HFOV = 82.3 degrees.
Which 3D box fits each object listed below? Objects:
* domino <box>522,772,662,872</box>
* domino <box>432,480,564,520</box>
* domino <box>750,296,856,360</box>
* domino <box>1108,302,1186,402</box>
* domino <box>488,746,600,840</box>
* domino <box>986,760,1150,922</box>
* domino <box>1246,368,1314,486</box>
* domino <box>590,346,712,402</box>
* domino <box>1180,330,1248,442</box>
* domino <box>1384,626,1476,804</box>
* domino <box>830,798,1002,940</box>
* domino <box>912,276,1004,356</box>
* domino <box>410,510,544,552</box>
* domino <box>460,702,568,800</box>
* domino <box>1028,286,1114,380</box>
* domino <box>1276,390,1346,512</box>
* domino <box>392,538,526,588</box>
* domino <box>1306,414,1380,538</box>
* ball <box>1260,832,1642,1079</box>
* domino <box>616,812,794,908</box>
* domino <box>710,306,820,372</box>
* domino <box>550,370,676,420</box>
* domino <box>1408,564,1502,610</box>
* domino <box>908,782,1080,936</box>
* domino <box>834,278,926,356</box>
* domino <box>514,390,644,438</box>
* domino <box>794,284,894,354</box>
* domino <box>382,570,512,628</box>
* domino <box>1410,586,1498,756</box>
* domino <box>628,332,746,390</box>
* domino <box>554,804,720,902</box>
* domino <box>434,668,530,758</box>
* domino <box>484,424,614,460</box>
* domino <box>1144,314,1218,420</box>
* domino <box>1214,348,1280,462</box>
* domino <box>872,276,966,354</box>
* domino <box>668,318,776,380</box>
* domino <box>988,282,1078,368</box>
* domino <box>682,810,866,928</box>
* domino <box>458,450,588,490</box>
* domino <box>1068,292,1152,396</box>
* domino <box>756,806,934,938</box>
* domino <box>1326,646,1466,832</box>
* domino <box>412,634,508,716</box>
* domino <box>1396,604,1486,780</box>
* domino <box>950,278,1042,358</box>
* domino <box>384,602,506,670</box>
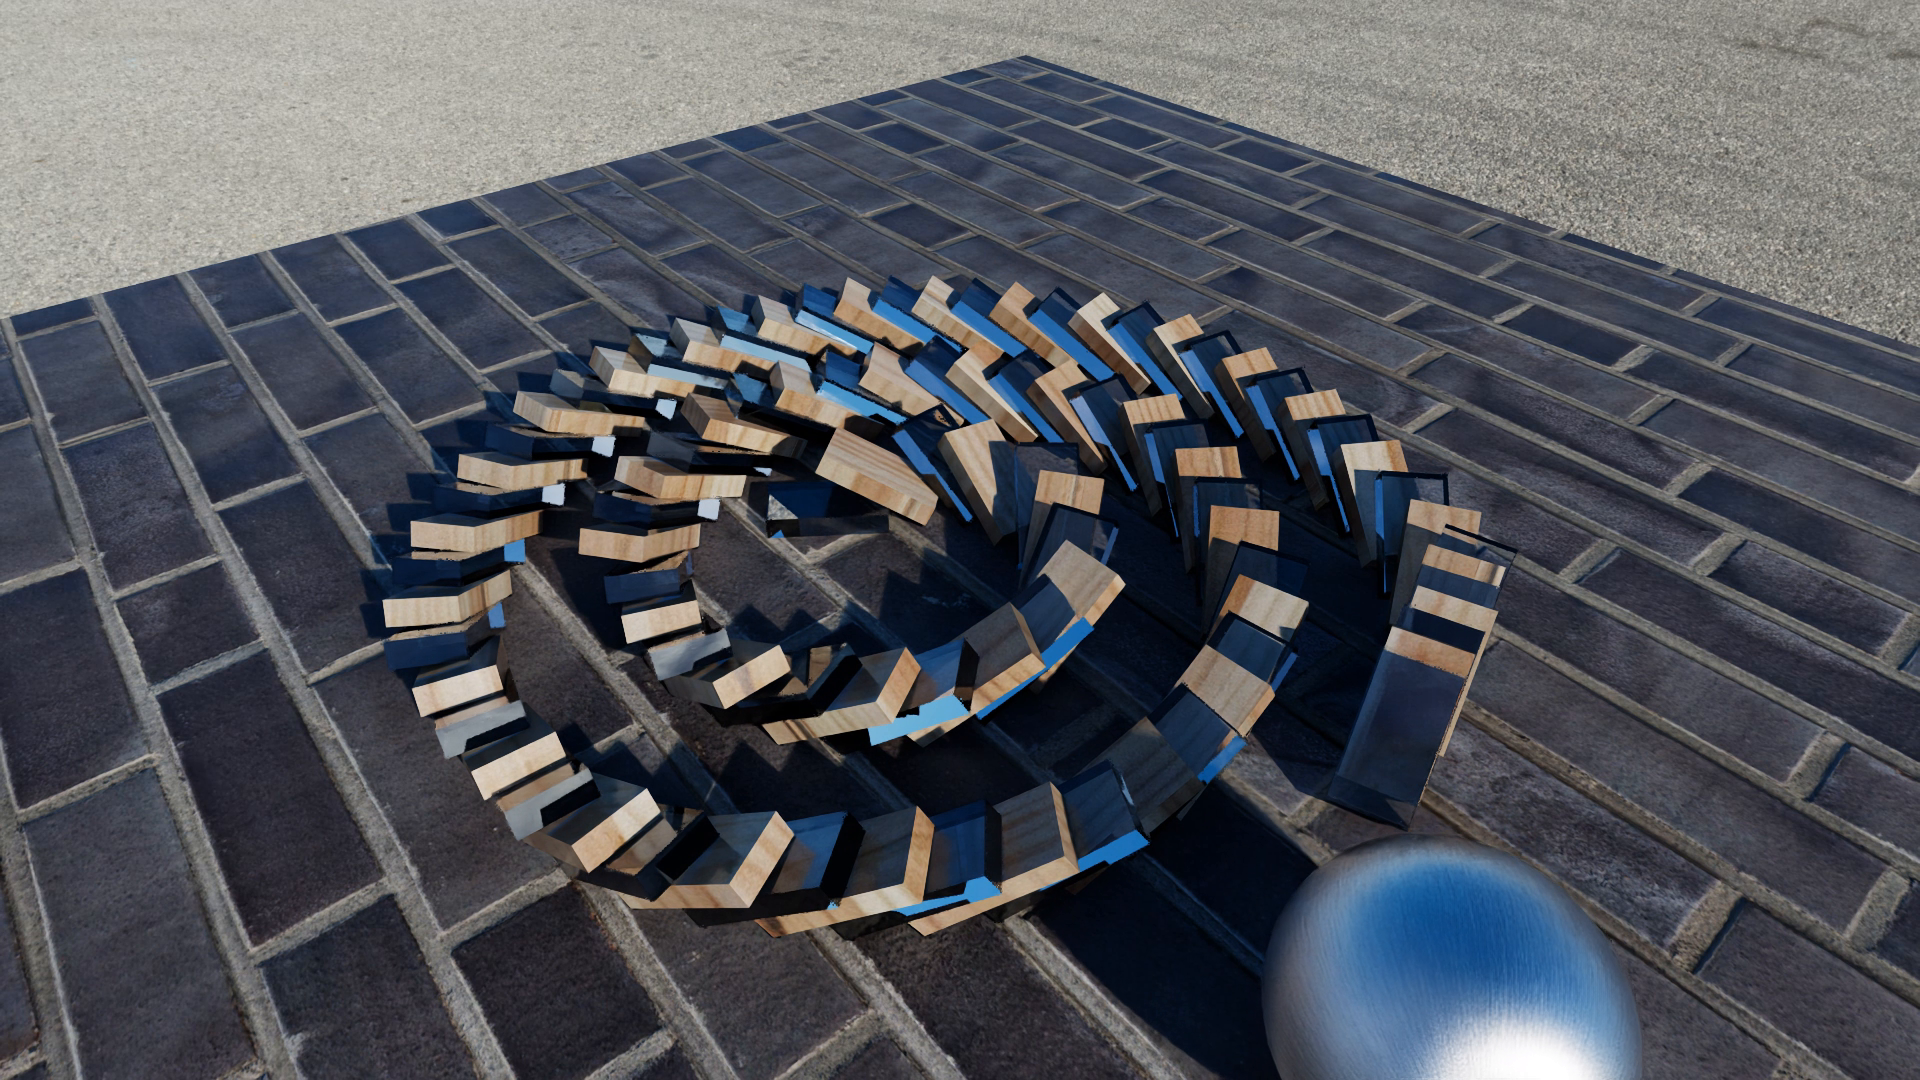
[{"bbox_3d":[-0.111,0.082,0.325,0.050,0.009,0.025,-3,27,49],"label":"domino"},{"bbox_3d":[-0.186,-0.018,0.447,0.025,0.010,0.050,10,10,12],"label":"domino"},{"bbox_3d":[-0.079,-0.105,0.553,0.050,0.010,0.025,16,31,-30],"label":"domino"},{"bbox_3d":[0.097,-0.091,0.535,0.025,0.009,0.050,-33,80,-34],"label":"domino"},{"bbox_3d":[-0.129,0.074,0.334,0.025,0.010,0.050,-27,16,-29],"label":"domino"},{"bbox_3d":[0.027,0.087,0.318,0.050,0.010,0.025,-31,40,11],"label":"domino"},{"bbox_3d":[0.149,-0.051,0.487,0.025,0.010,0.050,-13,71,-16],"label":"domino"},{"bbox_3d":[-0.146,-0.077,0.519,0.050,0.010,0.025,6,27,-44],"label":"domino"},{"bbox_3d":[0.126,-0.072,0.513,0.025,0.009,0.050,-21,74,-24],"label":"domino"},{"bbox_3d":[0.141,0.055,0.348,0.025,0.050,0.009,20,6,23],"label":"domino"},{"bbox_3d":[-0.012,0.093,0.311,0.050,0.010,0.025,-23,35,20],"label":"domino"},{"bbox_3d":[0.002,-0.112,0.562,0.050,0.010,0.025,32,40,-9],"label":"domino"},{"bbox_3d":[-0.188,-0.005,0.431,0.025,0.010,0.050,5,10,7],"label":"domino"},{"bbox_3d":[-0.142,0.065,0.345,0.025,0.010,0.050,-25,16,-27],"label":"domino"},{"bbox_3d":[0.061,-0.102,0.550,0.050,0.010,0.025,41,47,1],"label":"domino"},{"bbox_3d":[0.157,-0.039,0.472,0.025,0.009,0.050,-11,70,-13],"label":"domino"},{"bbox_3d":[-0.188,0.008,0.415,0.025,0.009,0.050,2,9,3],"label":"domino"},{"bbox_3d":[0.165,-0.027,0.458,0.025,0.009,0.050,-7,70,-8],"label":"domino"},{"bbox_3d":[0.111,0.109,0.255,0.080,0.080,0.080,0,39,0],"label":"ball"},{"bbox_3d":[-0.073,0.091,0.313,0.050,0.010,0.025,-14,29,35],"label":"domino"},{"bbox_3d":[-0.097,-0.100,0.546,0.050,0.009,0.025,13,30,-34],"label":"domino"},{"bbox_3d":[-0.159,-0.067,0.506,0.025,0.010,0.050,32,18,33],"label":"domino"},{"bbox_3d":[0.161,0.036,0.371,0.025,0.050,0.010,19,6,23],"label":"domino"},{"bbox_3d":[0.008,0.091,0.313,0.050,0.009,0.025,-27,37,15],"label":"domino"},{"bbox_3d":[-0.039,-0.113,0.563,0.050,0.010,0.025,26,36,-17],"label":"domino"},{"bbox_3d":[-0.170,-0.056,0.493,0.025,0.009,0.050,27,16,29],"label":"domino"},{"bbox_3d":[-0.059,-0.111,0.559,0.050,0.009,0.025,22,33,-23],"label":"domino"},{"bbox_3d":[-0.185,0.021,0.399,0.025,0.010,0.050,-3,9,-3],"label":"domino"},{"bbox_3d":[0.155,0.043,0.363,0.025,0.050,0.010,20,6,23],"label":"domino"},{"bbox_3d":[-0.131,-0.085,0.528,0.050,0.010,0.025,7,27,-43],"label":"domino"},{"bbox_3d":[-0.094,0.088,0.317,0.050,0.009,0.025,-7,27,45],"label":"domino"},{"bbox_3d":[-0.156,0.055,0.357,0.025,0.009,0.050,-20,13,-23],"label":"domino"},{"bbox_3d":[-0.177,-0.043,0.477,0.025,0.010,0.050,17,12,20],"label":"domino"},{"bbox_3d":[0.113,-0.082,0.525,0.025,0.010,0.050,-25,76,-28],"label":"domino"},{"bbox_3d":[0.138,-0.062,0.500,0.025,0.010,0.050,-17,72,-20],"label":"domino"},{"bbox_3d":[-0.019,-0.114,0.563,0.050,0.009,0.025,29,38,-12],"label":"domino"},{"bbox_3d":[-0.114,-0.093,0.538,0.050,0.010,0.025,10,29,-38],"label":"domino"},{"bbox_3d":[0.041,-0.107,0.555,0.050,0.009,0.025,37,45,-3],"label":"domino"},{"bbox_3d":[-0.053,0.093,0.311,0.050,0.009,0.025,-18,31,28],"label":"domino"},{"bbox_3d":[-0.182,-0.030,0.462,0.025,0.010,0.050,13,11,15],"label":"domino"},{"bbox_3d":[0.080,-0.097,0.543,0.050,0.009,0.025,46,51,4],"label":"domino"},{"bbox_3d":[-0.032,0.094,0.310,0.050,0.010,0.025,-21,33,23],"label":"domino"},{"bbox_3d":[0.134,0.061,0.340,0.025,0.050,0.010,20,6,23],"label":"domino"},{"bbox_3d":[-0.167,0.045,0.370,0.025,0.010,0.050,-16,12,-19],"label":"domino"},{"bbox_3d":[0.148,0.049,0.356,0.025,0.050,0.009,21,6,23],"label":"domino"},{"bbox_3d":[0.022,-0.110,0.559,0.050,0.010,0.025,35,43,-5],"label":"domino"},{"bbox_3d":[-0.179,0.033,0.384,0.025,0.009,0.050,-7,9,-8],"label":"domino"}]
